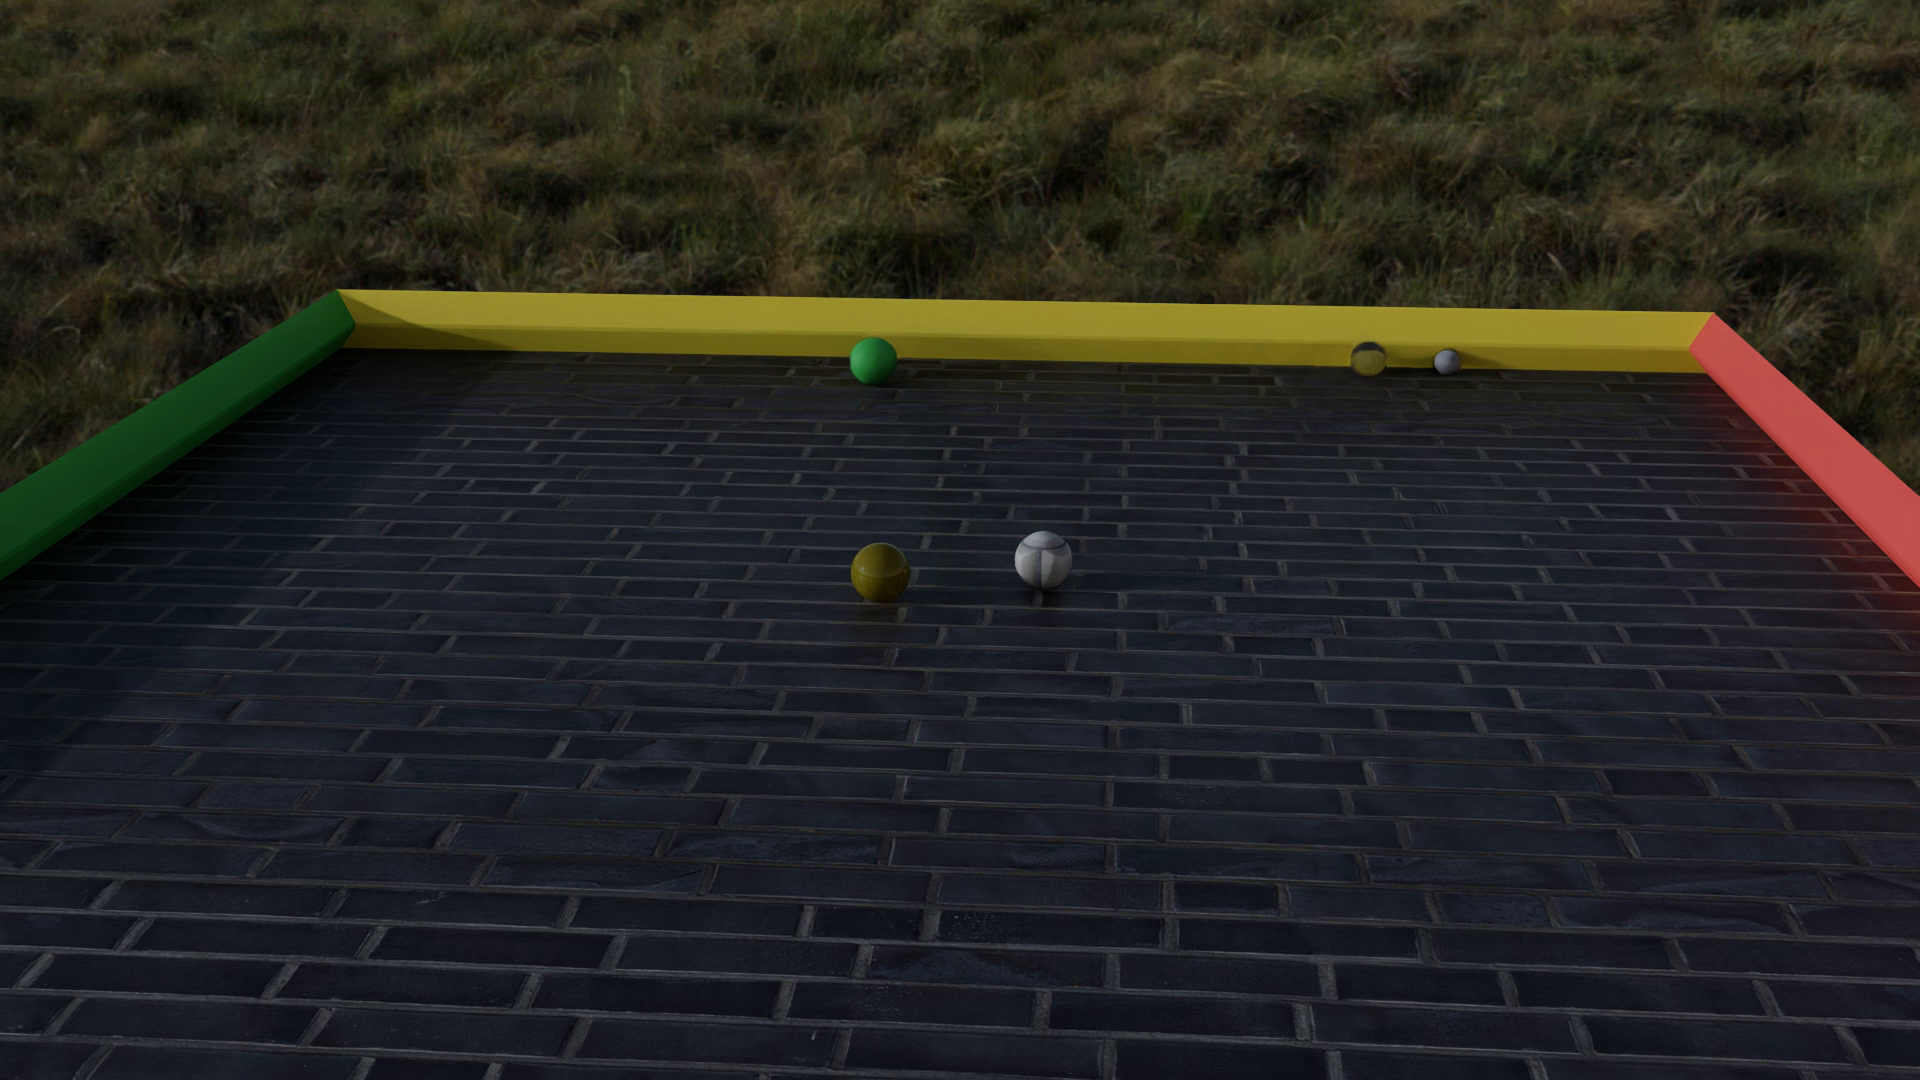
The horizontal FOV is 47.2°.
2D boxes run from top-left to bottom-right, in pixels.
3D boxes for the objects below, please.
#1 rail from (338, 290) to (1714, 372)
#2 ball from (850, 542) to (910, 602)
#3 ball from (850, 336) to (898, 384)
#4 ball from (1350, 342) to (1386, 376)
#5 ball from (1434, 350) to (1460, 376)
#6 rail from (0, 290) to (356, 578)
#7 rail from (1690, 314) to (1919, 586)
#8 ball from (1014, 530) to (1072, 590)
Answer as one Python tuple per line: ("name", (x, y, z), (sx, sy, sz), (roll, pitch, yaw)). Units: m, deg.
("rail", (0.081, -0.349, 3.707), (2.330, 0.101, 0.045), (1, 19, 4))
("ball", (-0.094, 0.038, 2.603), (0.071, 0.071, 0.071), (0, 19, 0))
("ball", (-0.140, -0.291, 3.576), (0.078, 0.078, 0.078), (0, 19, 0))
("ball", (0.673, -0.299, 3.627), (0.058, 0.058, 0.058), (0, 19, 0))
("ball", (0.806, -0.293, 3.637), (0.043, 0.043, 0.043), (0, 19, 0))
("rail", (-1.221, 0.293, 1.797), (0.045, 0.101, 4.268), (1, 19, 4))
("rail", (1.055, 0.349, 1.628), (0.045, 0.101, 4.268), (1, 19, 4))
("ball", (0.101, 0.024, 2.648), (0.070, 0.070, 0.070), (0, 19, 0))
